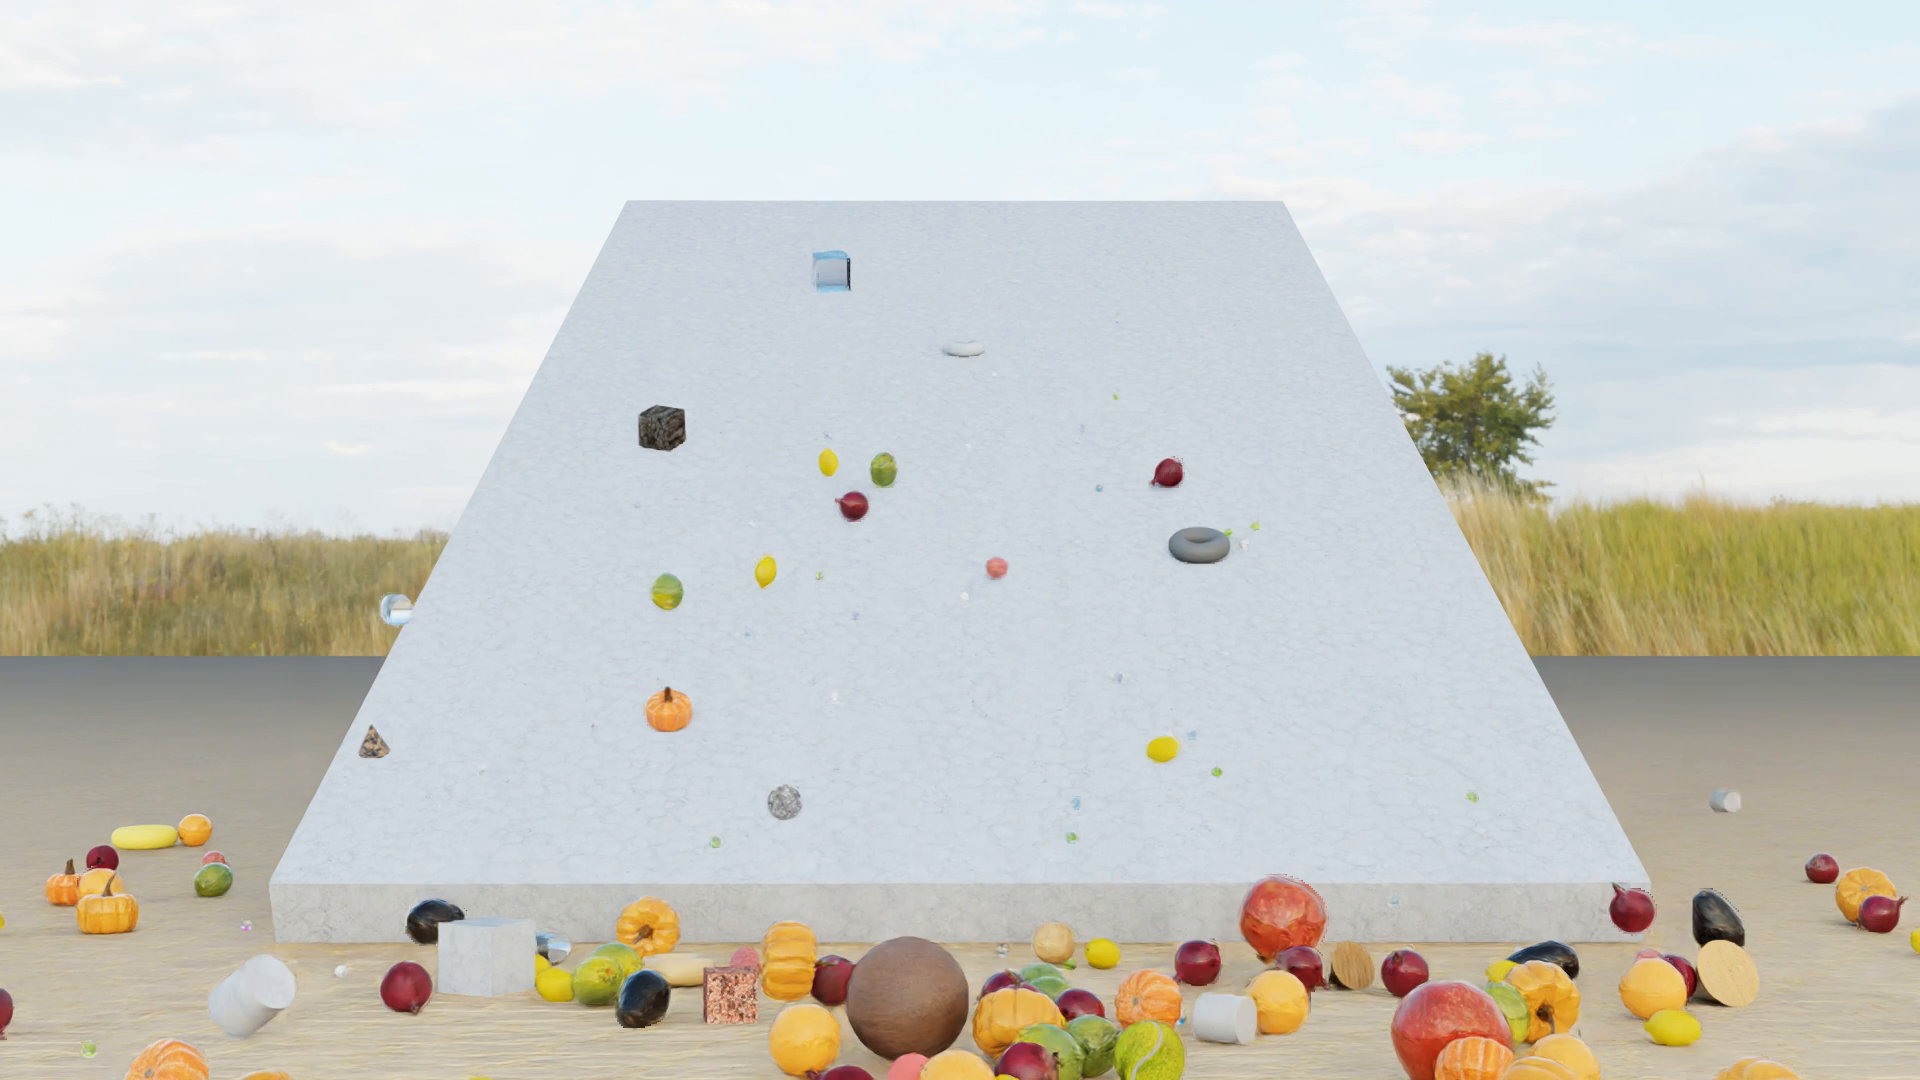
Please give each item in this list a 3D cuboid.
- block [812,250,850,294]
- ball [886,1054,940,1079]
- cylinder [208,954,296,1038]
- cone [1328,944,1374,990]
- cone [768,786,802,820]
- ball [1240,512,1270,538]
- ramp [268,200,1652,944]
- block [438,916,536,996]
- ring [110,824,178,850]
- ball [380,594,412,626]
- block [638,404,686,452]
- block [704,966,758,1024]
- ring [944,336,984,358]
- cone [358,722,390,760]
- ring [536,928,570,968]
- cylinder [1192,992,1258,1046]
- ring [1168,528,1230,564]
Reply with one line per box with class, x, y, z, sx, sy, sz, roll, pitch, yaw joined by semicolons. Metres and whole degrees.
block;-0.343;-0.713;6.131;0.089;0.089;0.089;-5;23;-12
ball;-0.044;0.505;2.150;0.051;0.051;0.051;0;-3;0
cylinder;-0.775;0.500;2.525;0.066;0.066;0.066;-38;-21;25
cone;0.485;0.554;2.935;0.062;0.062;0.062;1;-30;-26
cone;-0.266;0.401;3.526;0.054;0.054;0.054;0;-4;0
ball;0.585;-0.025;4.564;0.058;0.058;0.058;0;-3;0
ramp;-0.007;-0.223;5.197;2.000;0.100;4.000;0;23;0
block;-0.596;0.524;2.901;0.085;0.085;0.085;-1;-3;28
ring;-1.765;0.643;4.987;0.137;0.046;0.137;-1;-2;0
ball;-1.016;0.126;4.152;0.058;0.058;0.058;0;-3;0
block;-0.649;-0.244;5.016;0.074;0.074;0.074;10;24;22
block;-0.266;0.526;2.666;0.057;0.057;0.057;1;-3;-11
ring;0.008;-0.472;5.624;0.100;0.033;0.100;1;22;0
cone;-0.942;0.316;3.693;0.052;0.052;0.052;0;23;0
ring;-0.597;0.556;3.137;0.134;0.045;0.134;1;-4;0
cylinder;0.289;0.522;2.510;0.052;0.052;0.052;-2;-3;34
ring;0.463;0.010;4.455;0.120;0.040;0.120;-1;24;0
